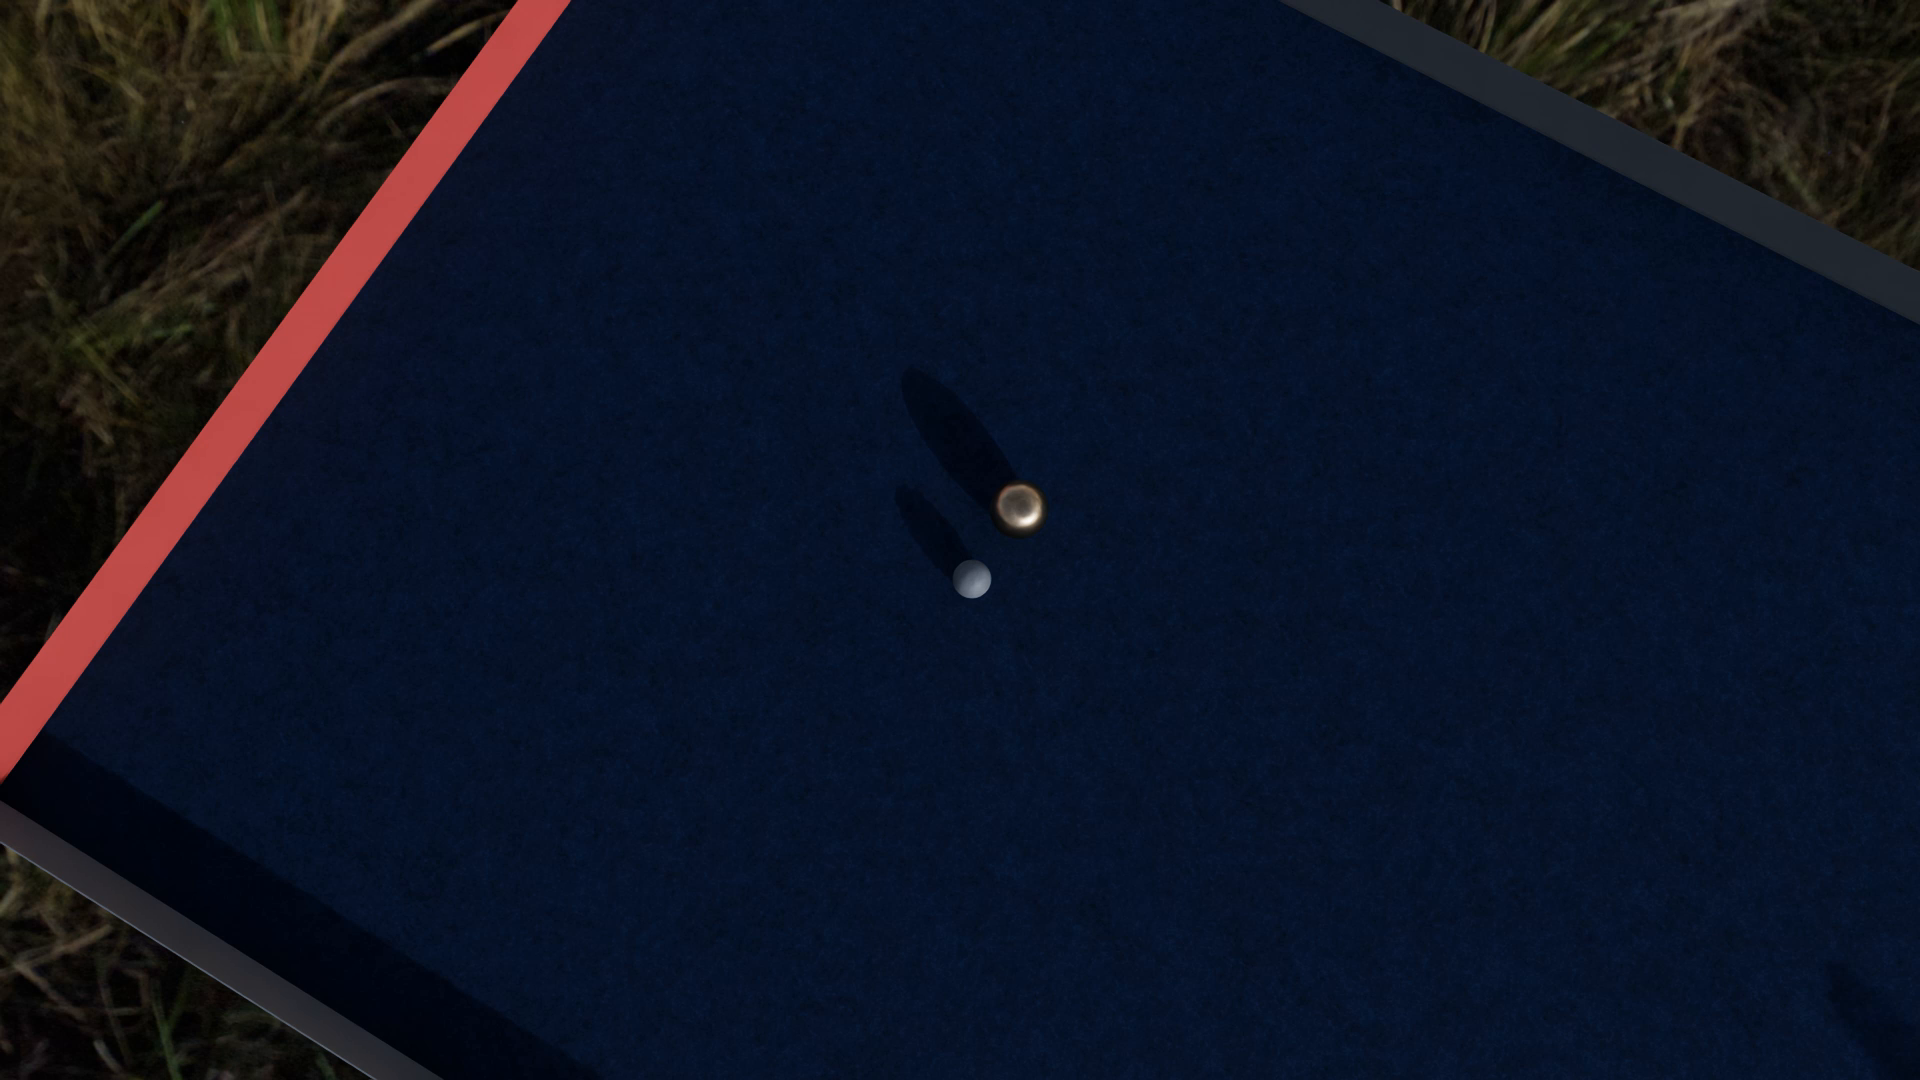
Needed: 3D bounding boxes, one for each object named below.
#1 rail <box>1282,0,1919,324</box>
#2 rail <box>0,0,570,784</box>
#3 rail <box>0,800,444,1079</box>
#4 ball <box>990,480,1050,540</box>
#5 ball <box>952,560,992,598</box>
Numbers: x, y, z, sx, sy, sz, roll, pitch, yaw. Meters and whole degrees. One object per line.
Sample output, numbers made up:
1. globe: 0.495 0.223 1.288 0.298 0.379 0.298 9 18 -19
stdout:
1. rail: 1.478 -0.386 3.481 4.292 0.120 0.045 29 75 9
2. rail: -0.904 -0.515 3.521 0.045 0.120 2.230 29 75 9
3. rail: 0.372 1.411 2.920 4.292 0.120 0.045 29 75 9
4. ball: 0.091 -0.048 3.391 0.092 0.092 0.092 0 73 0
5. ball: 0.018 0.060 3.374 0.060 0.060 0.060 0 73 0
